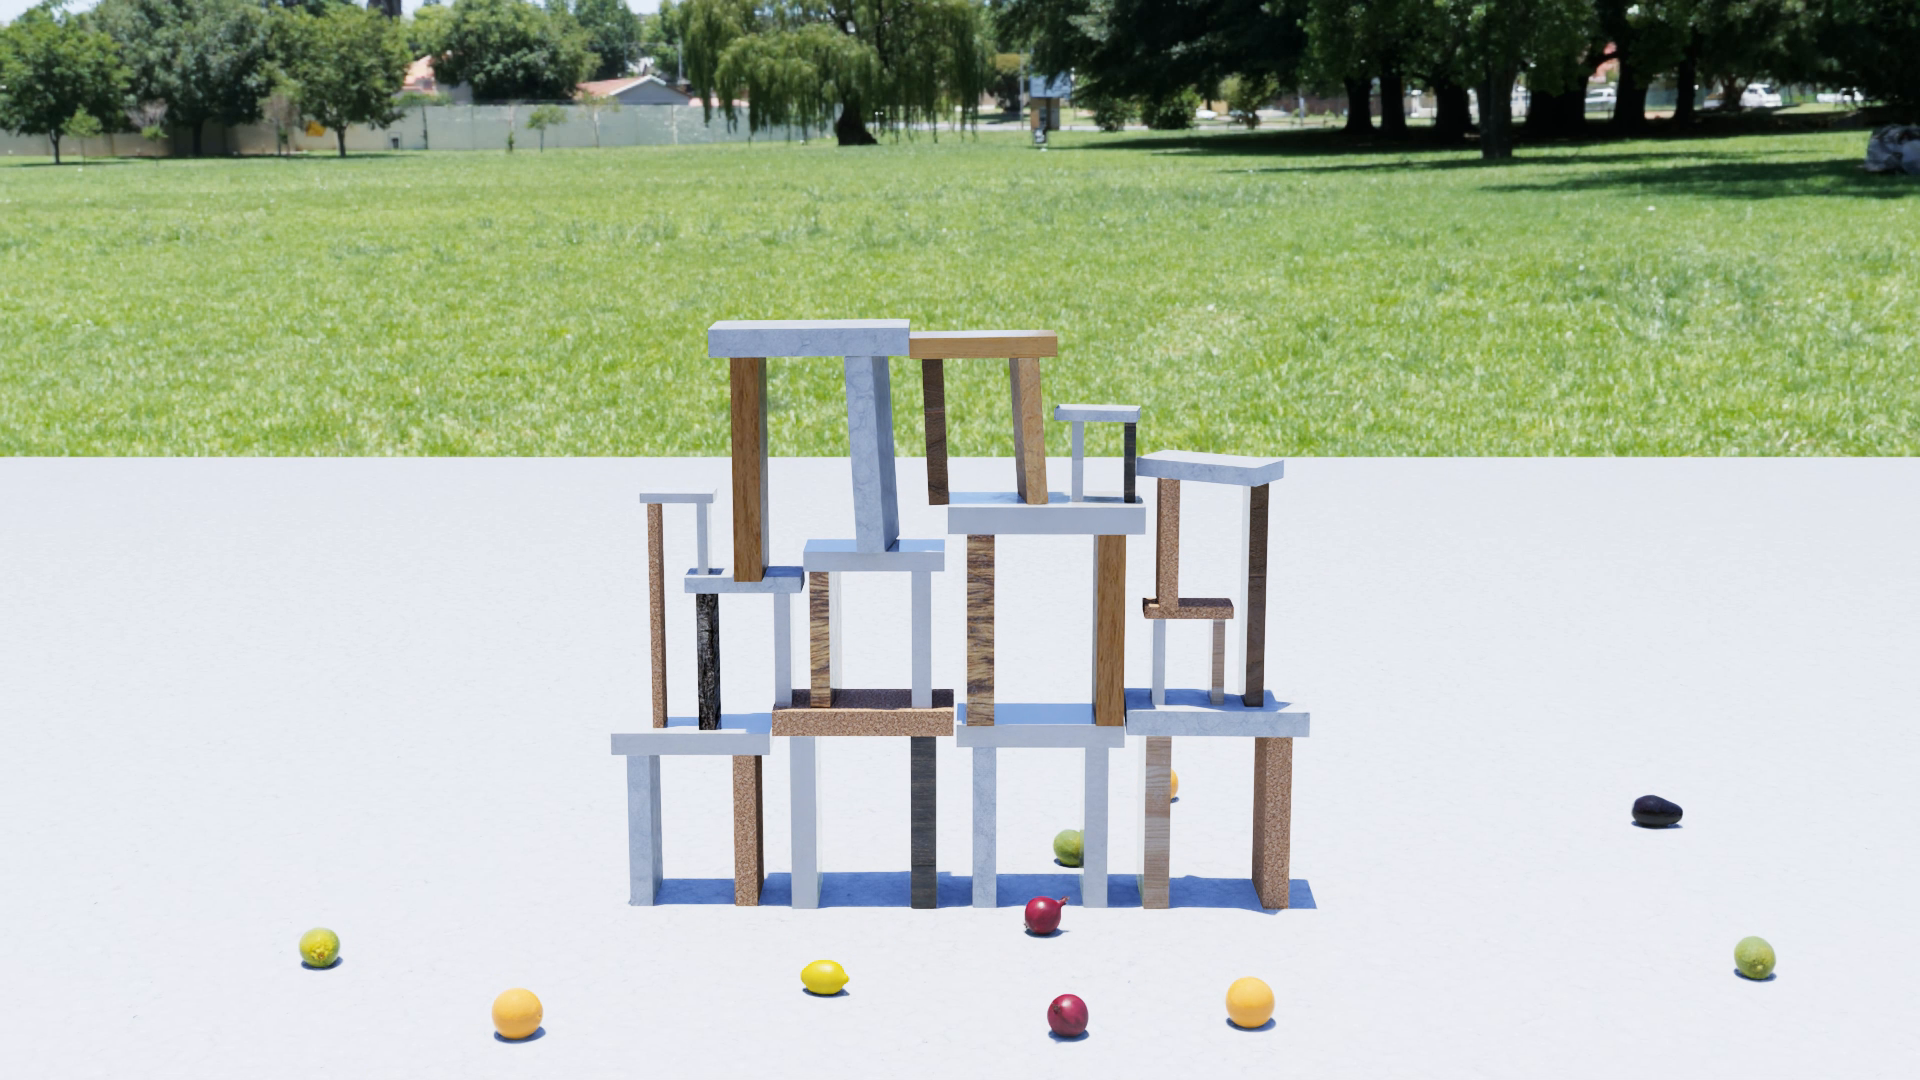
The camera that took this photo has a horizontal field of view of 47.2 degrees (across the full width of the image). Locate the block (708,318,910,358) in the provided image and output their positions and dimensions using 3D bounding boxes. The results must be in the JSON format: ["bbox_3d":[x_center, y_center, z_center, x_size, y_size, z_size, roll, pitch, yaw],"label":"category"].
[{"bbox_3d":[-0.237,-0.322,3.498,0.312,0.044,0.156,-1,10,-1],"label":"block"}]

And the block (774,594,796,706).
[{"bbox_3d":[-0.286,0.169,3.593,0.027,0.187,0.094,0,11,0],"label":"block"}]

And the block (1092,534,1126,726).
[{"bbox_3d":[0.242,0.131,3.583,0.044,0.313,0.157,0,11,1],"label":"block"}]

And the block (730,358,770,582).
[{"bbox_3d":[-0.337,-0.123,3.534,0.044,0.356,0.156,0,11,0],"label":"block"}]

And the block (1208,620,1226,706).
[{"bbox_3d":[0.418,0.192,3.587,0.020,0.143,0.072,0,11,1],"label":"block"}]

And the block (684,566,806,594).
[{"bbox_3d":[-0.349,0.064,3.574,0.187,0.027,0.094,0,11,0],"label":"block"}]

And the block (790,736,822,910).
[{"bbox_3d":[-0.254,0.447,3.640,0.041,0.292,0.146,0,11,0],"label":"block"}]

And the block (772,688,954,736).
[{"bbox_3d":[-0.156,0.282,3.610,0.293,0.041,0.146,0,11,0],"label":"block"}]

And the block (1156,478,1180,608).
[{"bbox_3d":[0.336,-0.004,3.562,0.030,0.210,0.105,0,11,1],"label":"block"}]

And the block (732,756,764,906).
[{"bbox_3d":[-0.351,0.463,3.648,0.036,0.257,0.129,0,11,0],"label":"block"}]

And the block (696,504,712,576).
[{"bbox_3d":[-0.413,-0.006,3.556,0.017,0.118,0.059,0,11,0],"label":"block"}]

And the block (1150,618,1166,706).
[{"bbox_3d":[0.323,0.191,3.590,0.020,0.143,0.072,0,11,2],"label":"block"}]

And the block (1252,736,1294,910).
[{"bbox_3d":[0.516,0.446,3.640,0.042,0.293,0.147,0,11,0],"label":"block"}]

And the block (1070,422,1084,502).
[{"bbox_3d":[0.187,-0.131,3.531,0.019,0.131,0.066,0,11,0],"label":"block"}]

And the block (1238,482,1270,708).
[{"bbox_3d":[0.477,0.077,3.574,0.030,0.373,0.105,0,11,1],"label":"block"}]

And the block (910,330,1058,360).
[{"bbox_3d":[0.036,-0.312,3.501,0.232,0.033,0.116,-1,11,-1],"label":"block"}]

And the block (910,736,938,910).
[{"bbox_3d":[-0.059,0.447,3.640,0.041,0.293,0.146,0,11,0],"label":"block"}]

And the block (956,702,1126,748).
[{"bbox_3d":[0.131,0.304,3.614,0.272,0.039,0.136,0,11,1],"label":"block"}]

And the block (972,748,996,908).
[{"bbox_3d":[0.040,0.457,3.642,0.039,0.272,0.136,0,11,0],"label":"block"}]

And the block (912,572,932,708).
[{"bbox_3d":[-0.062,0.151,3.584,0.032,0.226,0.113,0,11,0],"label":"block"}]

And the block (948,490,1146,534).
[{"bbox_3d":[0.137,-0.045,3.550,0.313,0.044,0.157,0,11,0],"label":"block"}]

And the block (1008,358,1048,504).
[{"bbox_3d":[0.109,-0.181,3.524,0.033,0.232,0.116,-5,11,-6],"label":"block"}]

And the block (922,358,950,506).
[{"bbox_3d":[-0.038,-0.180,3.525,0.033,0.232,0.116,-2,10,1],"label":"block"}]

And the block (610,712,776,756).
[{"bbox_3d":[-0.436,0.319,3.621,0.257,0.036,0.129,0,11,0],"label":"block"}]

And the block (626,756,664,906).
[{"bbox_3d":[-0.522,0.463,3.648,0.036,0.257,0.129,0,11,0],"label":"block"}]

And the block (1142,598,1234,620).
[{"bbox_3d":[0.370,0.111,3.574,0.143,0.020,0.072,0,11,1],"label":"block"}]

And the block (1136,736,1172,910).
[{"bbox_3d":[0.321,0.446,3.640,0.042,0.293,0.147,0,11,0],"label":"block"}]

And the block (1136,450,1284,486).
[{"bbox_3d":[0.398,-0.115,3.508,0.210,0.030,0.105,7,12,32],"label":"block"}]

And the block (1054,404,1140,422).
[{"bbox_3d":[0.220,-0.202,3.506,0.131,0.019,0.066,2,11,10],"label":"block"}]

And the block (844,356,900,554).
[{"bbox_3d":[-0.141,-0.147,3.535,0.044,0.312,0.156,-2,10,8],"label":"block"}]

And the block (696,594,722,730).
[{"bbox_3d":[-0.411,0.189,3.597,0.027,0.227,0.094,0,11,0],"label":"block"}]

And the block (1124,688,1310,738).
[{"bbox_3d":[0.418,0.282,3.605,0.293,0.042,0.147,0,11,2],"label":"block"}]

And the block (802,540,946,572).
[{"bbox_3d":[-0.137,0.024,3.561,0.226,0.032,0.113,0,11,0],"label":"block"}]

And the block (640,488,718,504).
[{"bbox_3d":[-0.453,-0.072,3.543,0.118,0.017,0.059,0,11,1],"label":"block"}]

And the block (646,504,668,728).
[{"bbox_3d":[-0.492,0.119,3.578,0.017,0.372,0.059,0,11,0],"label":"block"}]

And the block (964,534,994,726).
[{"bbox_3d":[0.030,0.131,3.583,0.044,0.313,0.157,0,11,-2],"label":"block"}]

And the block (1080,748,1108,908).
[{"bbox_3d":[0.221,0.457,3.643,0.039,0.272,0.136,0,11,0],"label":"block"}]

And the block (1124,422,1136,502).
[{"bbox_3d":[0.272,-0.130,3.529,0.019,0.131,0.066,0,11,3],"label":"block"}]

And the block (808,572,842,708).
[{"bbox_3d":[-0.219,0.151,3.587,0.032,0.226,0.113,1,11,7],"label":"block"}]
